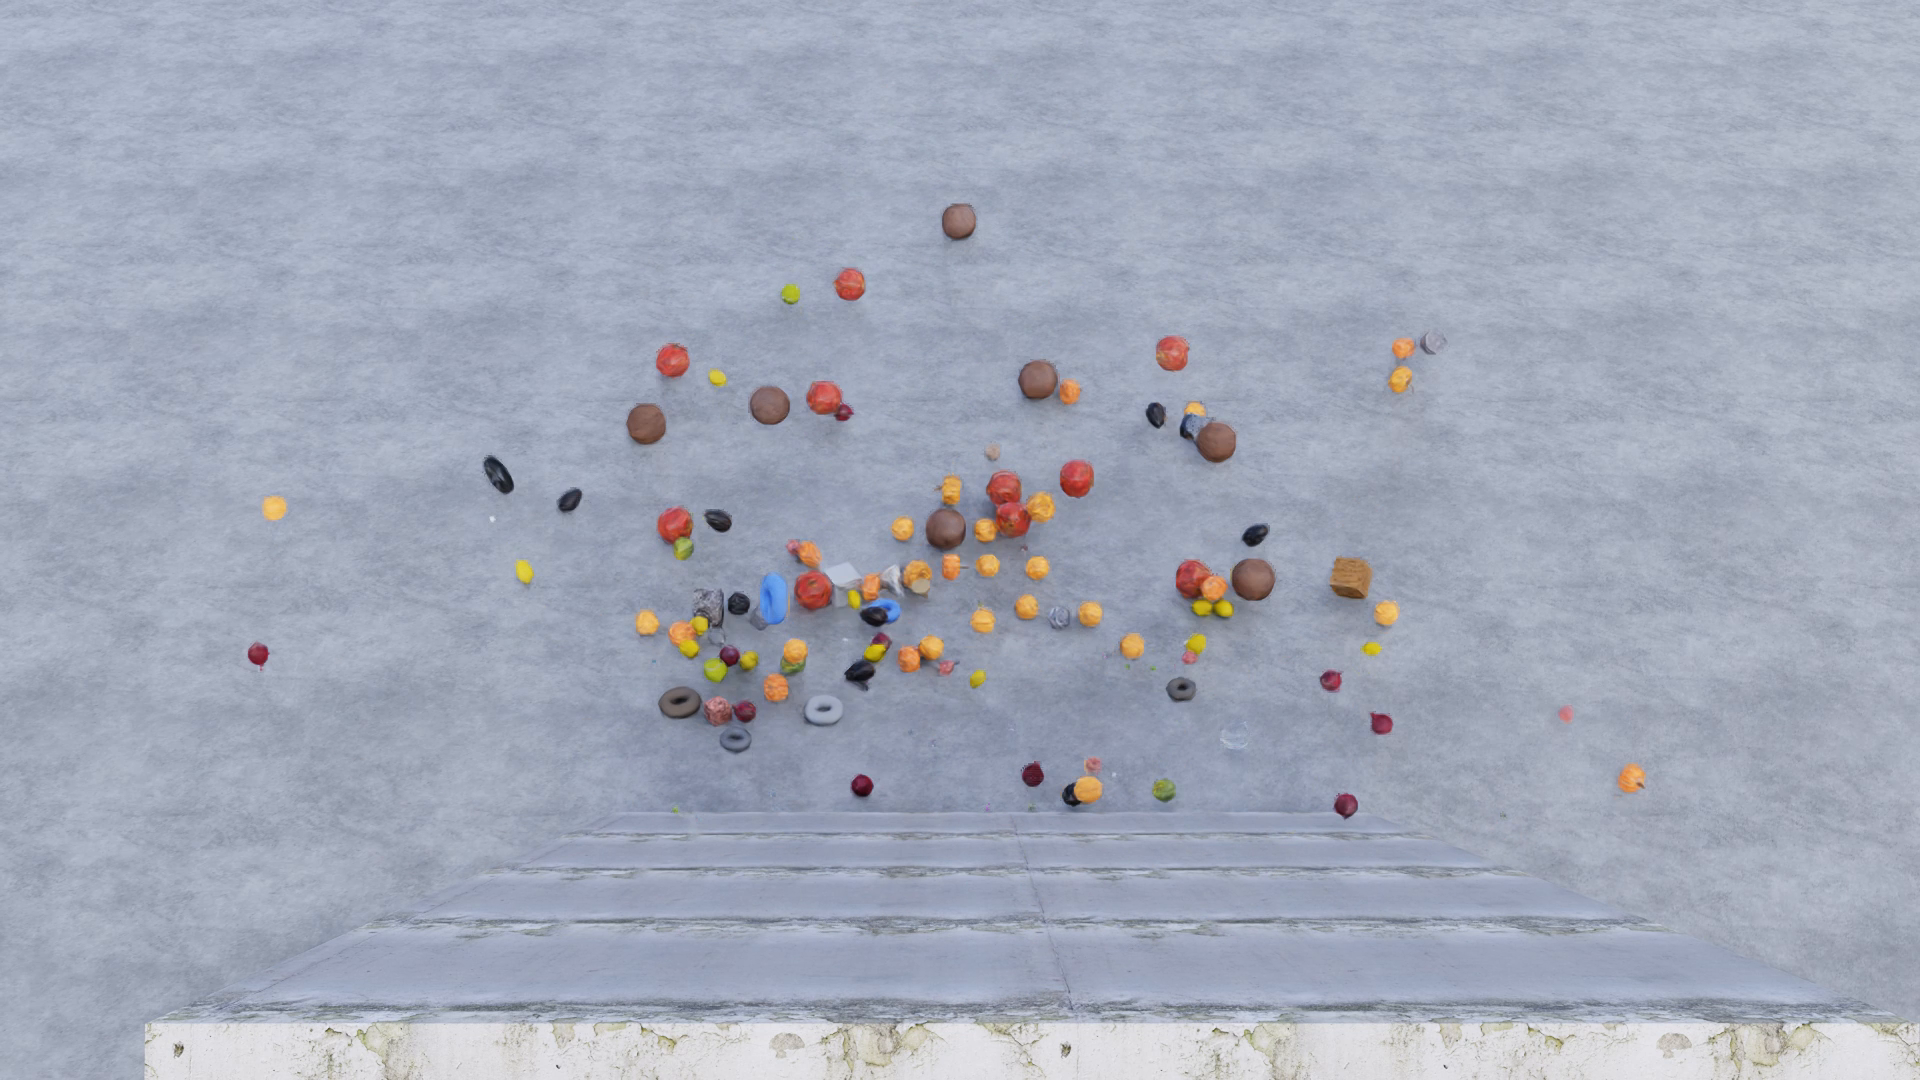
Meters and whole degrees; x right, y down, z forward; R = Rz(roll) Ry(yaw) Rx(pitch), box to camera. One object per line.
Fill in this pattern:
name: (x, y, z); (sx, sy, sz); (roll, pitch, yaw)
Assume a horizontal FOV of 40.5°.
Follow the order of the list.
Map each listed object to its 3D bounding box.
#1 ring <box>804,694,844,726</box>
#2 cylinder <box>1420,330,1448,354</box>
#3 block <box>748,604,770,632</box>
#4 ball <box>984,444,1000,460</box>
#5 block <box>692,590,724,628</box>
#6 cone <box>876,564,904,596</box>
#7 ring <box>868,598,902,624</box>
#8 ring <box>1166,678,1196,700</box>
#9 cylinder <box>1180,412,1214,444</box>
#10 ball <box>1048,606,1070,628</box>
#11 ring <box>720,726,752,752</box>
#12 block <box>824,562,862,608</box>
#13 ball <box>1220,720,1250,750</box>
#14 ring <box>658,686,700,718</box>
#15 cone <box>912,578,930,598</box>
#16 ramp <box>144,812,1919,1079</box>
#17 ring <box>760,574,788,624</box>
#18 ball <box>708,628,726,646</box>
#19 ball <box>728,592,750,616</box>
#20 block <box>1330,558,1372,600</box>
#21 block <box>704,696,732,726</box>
ring: (-0.384, 0.480, 7.350); (0.115, 0.038, 0.115); (0, 36, 0)
cylinder: (1.593, -0.666, 8.753); (0.076, 0.076, 0.076); (-2, -2, -3)
block: (-0.584, 0.226, 7.643); (0.051, 0.051, 0.051); (37, 45, -13)
ball: (0.105, -0.284, 8.350); (0.052, 0.052, 0.052); (0, 37, 0)
block: (-0.742, 0.204, 7.680); (0.082, 0.082, 0.082); (0, 37, 0)
cone: (-0.192, 0.136, 7.803); (0.090, 0.090, 0.090); (-24, 70, -29)
ring: (-0.222, 0.210, 7.713); (0.097, 0.032, 0.097); (1, 37, -1)
ring: (0.633, 0.426, 7.430); (0.087, 0.029, 0.087); (-1, 37, 1)
cylinder: (0.768, -0.362, 8.426); (0.085, 0.085, 0.085); (19, 41, 24)
ball: (0.293, 0.228, 7.660); (0.067, 0.067, 0.067); (0, 37, 0)
ring: (-0.626, 0.555, 7.258); (0.089, 0.030, 0.089); (1, 38, -1)
block: (-0.350, 0.134, 7.768); (0.086, 0.086, 0.086); (-17, 40, -21)
ball: (0.765, 0.542, 7.230); (0.084, 0.084, 0.084); (0, 37, 0)
ring: (-0.794, 0.461, 7.373); (0.121, 0.040, 0.121); (-3, 35, 2)
cone: (-0.108, 0.156, 7.764); (0.060, 0.060, 0.060); (-12, 46, 13)
ramp: (0.081, 0.685, 4.929); (2.000, 0.100, 4.000); (0, -3, 0)
ring: (-0.523, 0.166, 7.308); (0.048, 0.145, 0.145); (-1, 35, -24)
ball: (-0.710, 0.281, 7.601); (0.053, 0.053, 0.053); (0, 37, 0)
ball: (-0.657, 0.190, 7.710); (0.068, 0.068, 0.068); (0, 37, 0)
block: (1.162, 0.114, 7.735); (0.090, 0.090, 0.090); (7, 70, 28)
block: (-0.682, 0.482, 7.332); (0.054, 0.054, 0.054); (-24, 41, -29)
